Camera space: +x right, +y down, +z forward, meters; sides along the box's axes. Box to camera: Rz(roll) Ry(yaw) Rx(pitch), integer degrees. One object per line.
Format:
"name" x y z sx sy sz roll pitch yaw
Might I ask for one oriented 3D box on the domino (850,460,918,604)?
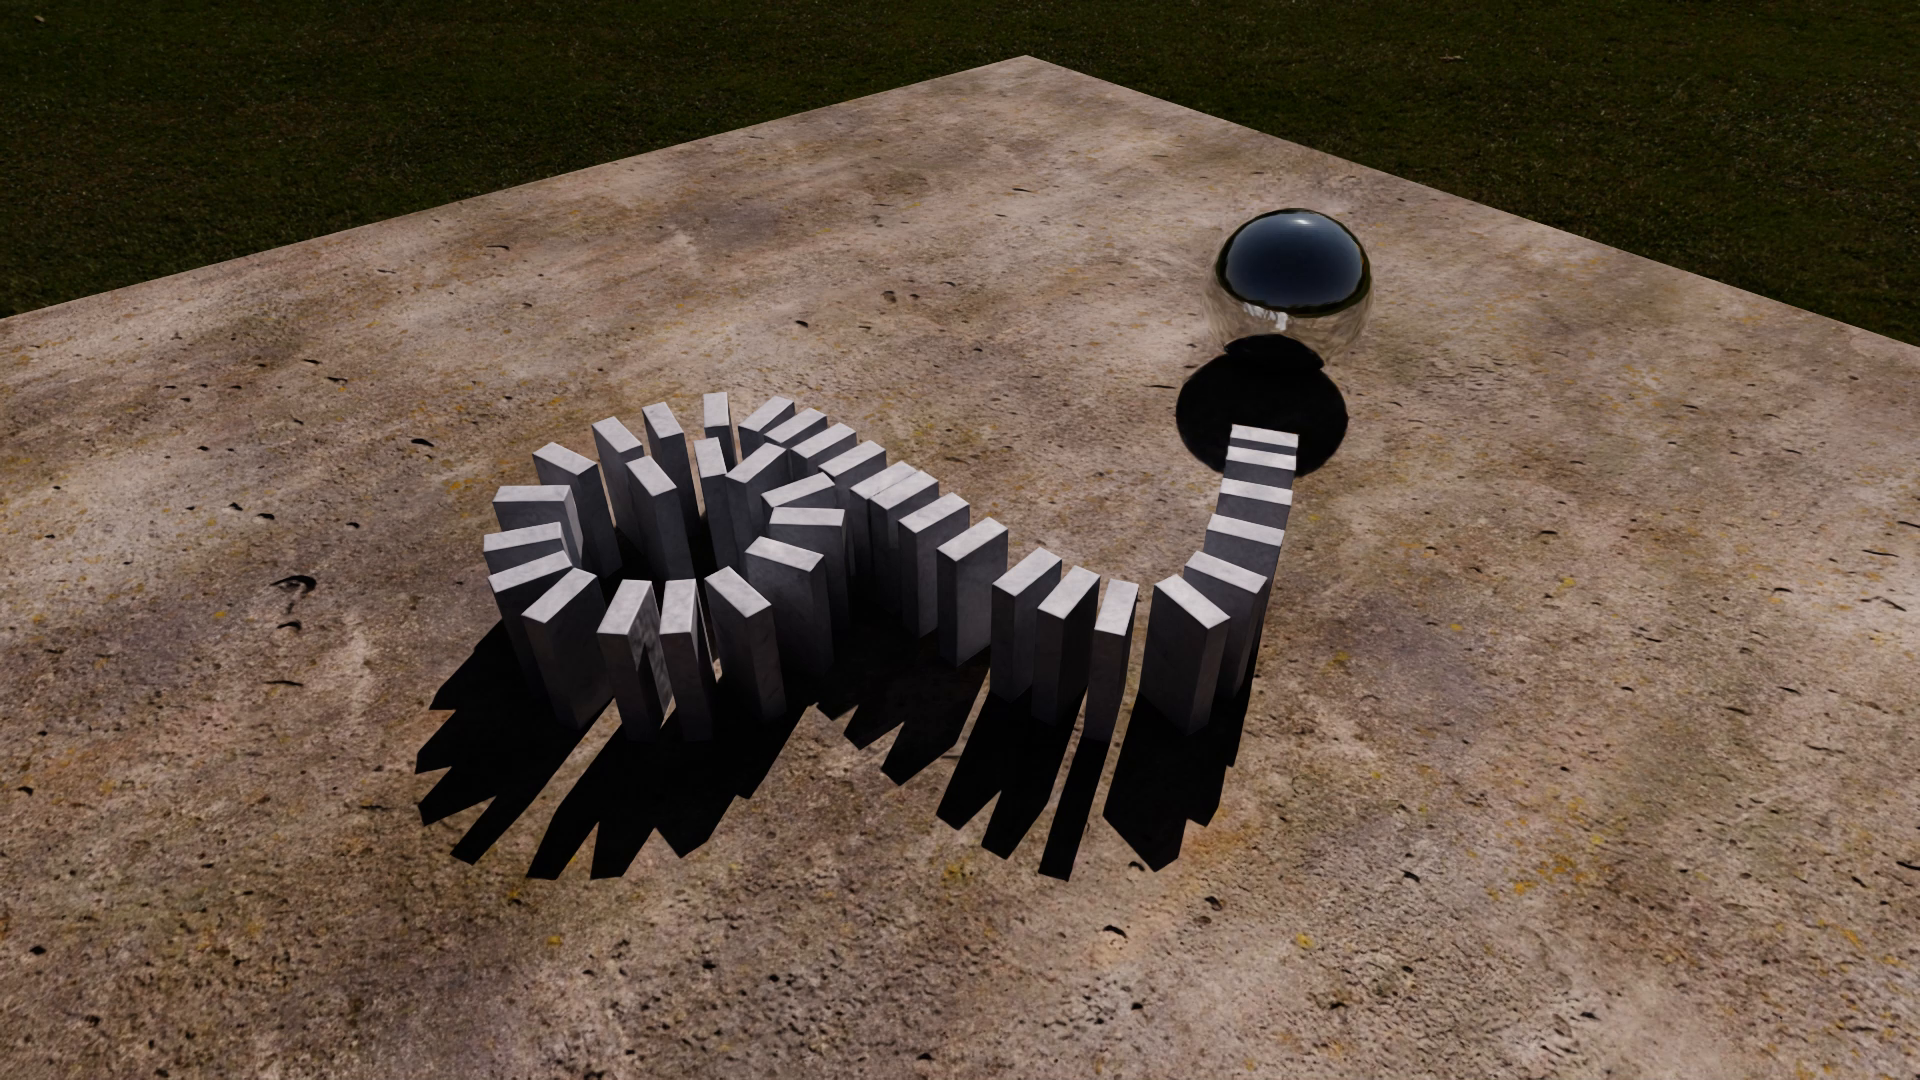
"domino" -0.028 -0.003 0.415 0.025 0.050 0.009 -31 49 -32

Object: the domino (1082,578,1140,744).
"domino" 0.050 0.040 0.362 0.010 0.050 0.025 11 41 13

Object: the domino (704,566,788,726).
"domino" -0.071 0.036 0.368 0.009 0.050 0.025 -29 48 -31

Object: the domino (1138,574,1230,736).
"domino" 0.073 0.039 0.364 0.009 0.050 0.025 -23 44 -25

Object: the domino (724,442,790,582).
"domino" -0.076 -0.009 0.423 0.009 0.050 0.025 20 43 22

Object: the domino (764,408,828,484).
"domino" -0.064 -0.025 0.442 0.010 0.050 0.025 27 46 29

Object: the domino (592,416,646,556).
"domino" -0.132 -0.021 0.437 0.009 0.050 0.025 -27 46 -29

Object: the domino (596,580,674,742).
"domino" -0.106 0.040 0.362 0.009 0.050 0.025 3 39 4

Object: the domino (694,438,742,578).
"domino" -0.093 -0.012 0.426 0.010 0.050 0.025 -11 41 -13

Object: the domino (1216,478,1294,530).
"domino" 0.106 0.002 0.409 0.025 0.050 0.009 12 41 14

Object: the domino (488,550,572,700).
"domino" -0.141 0.030 0.375 0.025 0.050 0.009 -22 44 -25

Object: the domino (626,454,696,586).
"domino" -0.113 -0.004 0.417 0.010 0.050 0.025 -24 45 -27

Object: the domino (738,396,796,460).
"domino" -0.076 -0.031 0.449 0.009 0.050 0.025 18 43 21

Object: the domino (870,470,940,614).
"domino" -0.020 0.001 0.410 0.025 0.050 0.009 -32 49 -33

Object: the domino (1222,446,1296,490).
"domino" 0.112 -0.011 0.425 0.025 0.050 0.010 10 40 12

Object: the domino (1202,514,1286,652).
"domino" 0.098 0.016 0.392 0.025 0.050 0.009 15 42 17

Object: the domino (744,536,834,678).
"domino" -0.059 0.024 0.382 0.025 0.050 0.009 16 42 18

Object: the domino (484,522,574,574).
"domino" -0.149 0.018 0.389 0.025 0.050 0.010 -11 41 -13

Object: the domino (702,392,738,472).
"domino" -0.097 -0.032 0.451 0.010 0.050 0.025 -7 40 -9

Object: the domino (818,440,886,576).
"domino" -0.040 -0.011 0.425 0.025 0.050 0.010 -32 49 -33

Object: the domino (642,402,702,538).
"domino" -0.116 -0.028 0.445 0.010 0.050 0.025 -19 43 -22

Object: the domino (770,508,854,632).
"domino" -0.053 0.011 0.398 0.025 0.050 0.009 2 39 2

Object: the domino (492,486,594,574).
"domino" -0.153 0.003 0.408 0.025 0.050 0.009 -1 39 -1

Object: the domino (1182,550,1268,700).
"domino" 0.087 0.030 0.375 0.025 0.050 0.009 23 45 26

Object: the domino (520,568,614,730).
"domino" -0.128 0.037 0.366 0.009 0.050 0.025 17 42 19

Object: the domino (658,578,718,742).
"domino" -0.089 0.040 0.362 0.010 0.050 0.025 -4 40 -5

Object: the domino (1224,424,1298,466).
"domino" 0.117 -0.020 0.436 0.025 0.050 0.009 11 41 13

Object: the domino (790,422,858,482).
"domino" -0.052 -0.019 0.434 0.009 0.050 0.025 31 48 32

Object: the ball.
"ball" 0.158 -0.119 0.534 0.080 0.080 0.080 0 39 0

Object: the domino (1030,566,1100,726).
"domino" 0.035 0.036 0.368 0.009 0.050 0.025 22 44 25

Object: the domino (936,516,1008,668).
"domino" 0.004 0.019 0.388 0.025 0.050 0.009 -31 49 -33

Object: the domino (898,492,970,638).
"domino" -0.009 0.010 0.400 0.025 0.050 0.010 -30 48 -31

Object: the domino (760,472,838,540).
"domino" -0.058 0.001 0.410 0.025 0.050 0.010 -22 44 -25

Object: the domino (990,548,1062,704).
"domino" 0.022 0.030 0.375 0.009 0.050 0.025 29 47 31

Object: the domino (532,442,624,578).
"domino" -0.147 -0.011 0.425 0.025 0.050 0.010 23 45 26
